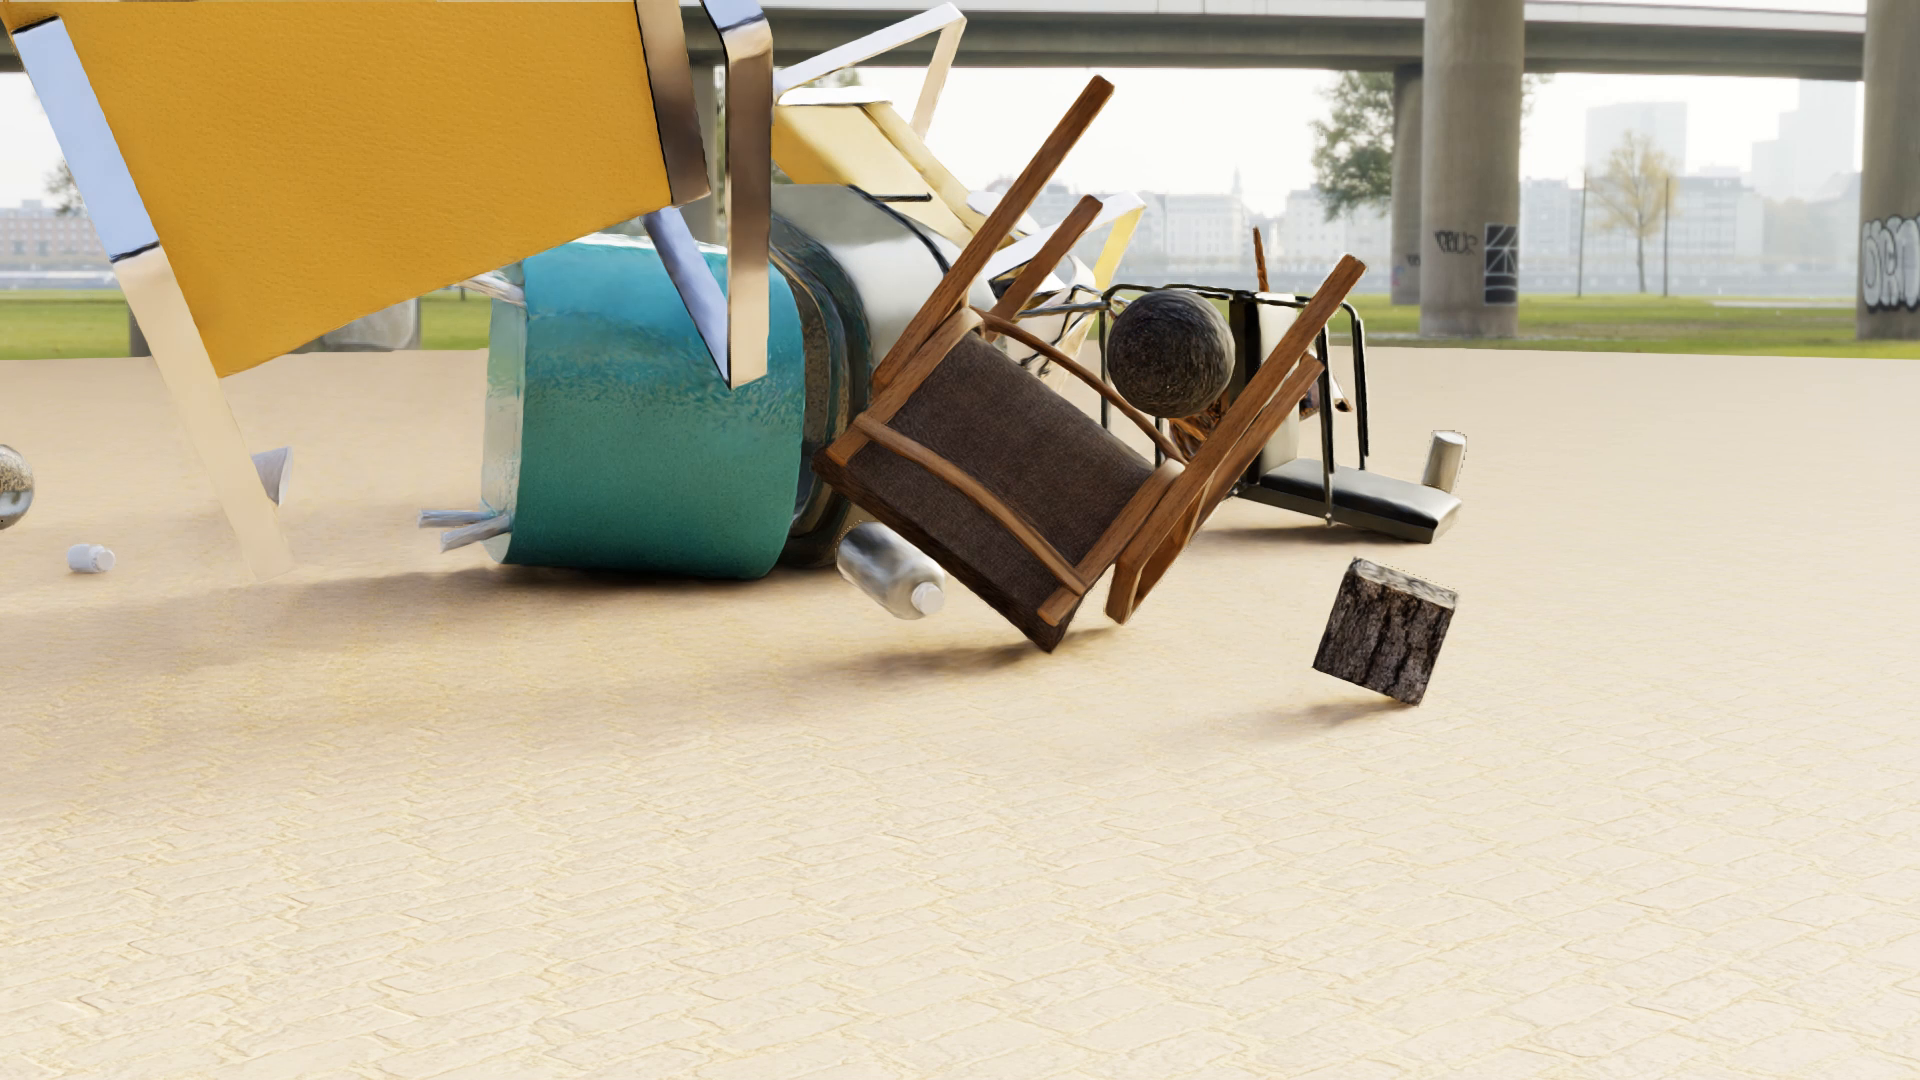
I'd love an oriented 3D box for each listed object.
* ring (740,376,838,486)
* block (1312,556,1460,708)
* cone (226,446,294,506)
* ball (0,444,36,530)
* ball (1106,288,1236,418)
[{"bbox_3d":[-0.541,-0.346,8.095,0.364,0.424,0.126,-20,-52,44],"label":"ring"},{"bbox_3d":[0.660,0.141,3.969,0.174,0.163,0.110,20,16,11],"label":"block"},{"bbox_3d":[-1.997,-0.201,7.266,0.177,0.205,0.150,13,44,-6],"label":"cone"},{"bbox_3d":[-2.497,-0.136,6.580,0.236,0.236,0.236,0,6,0],"label":"ball"},{"bbox_3d":[0.340,-0.300,4.141,0.209,0.209,0.209,0,6,0],"label":"ball"}]
